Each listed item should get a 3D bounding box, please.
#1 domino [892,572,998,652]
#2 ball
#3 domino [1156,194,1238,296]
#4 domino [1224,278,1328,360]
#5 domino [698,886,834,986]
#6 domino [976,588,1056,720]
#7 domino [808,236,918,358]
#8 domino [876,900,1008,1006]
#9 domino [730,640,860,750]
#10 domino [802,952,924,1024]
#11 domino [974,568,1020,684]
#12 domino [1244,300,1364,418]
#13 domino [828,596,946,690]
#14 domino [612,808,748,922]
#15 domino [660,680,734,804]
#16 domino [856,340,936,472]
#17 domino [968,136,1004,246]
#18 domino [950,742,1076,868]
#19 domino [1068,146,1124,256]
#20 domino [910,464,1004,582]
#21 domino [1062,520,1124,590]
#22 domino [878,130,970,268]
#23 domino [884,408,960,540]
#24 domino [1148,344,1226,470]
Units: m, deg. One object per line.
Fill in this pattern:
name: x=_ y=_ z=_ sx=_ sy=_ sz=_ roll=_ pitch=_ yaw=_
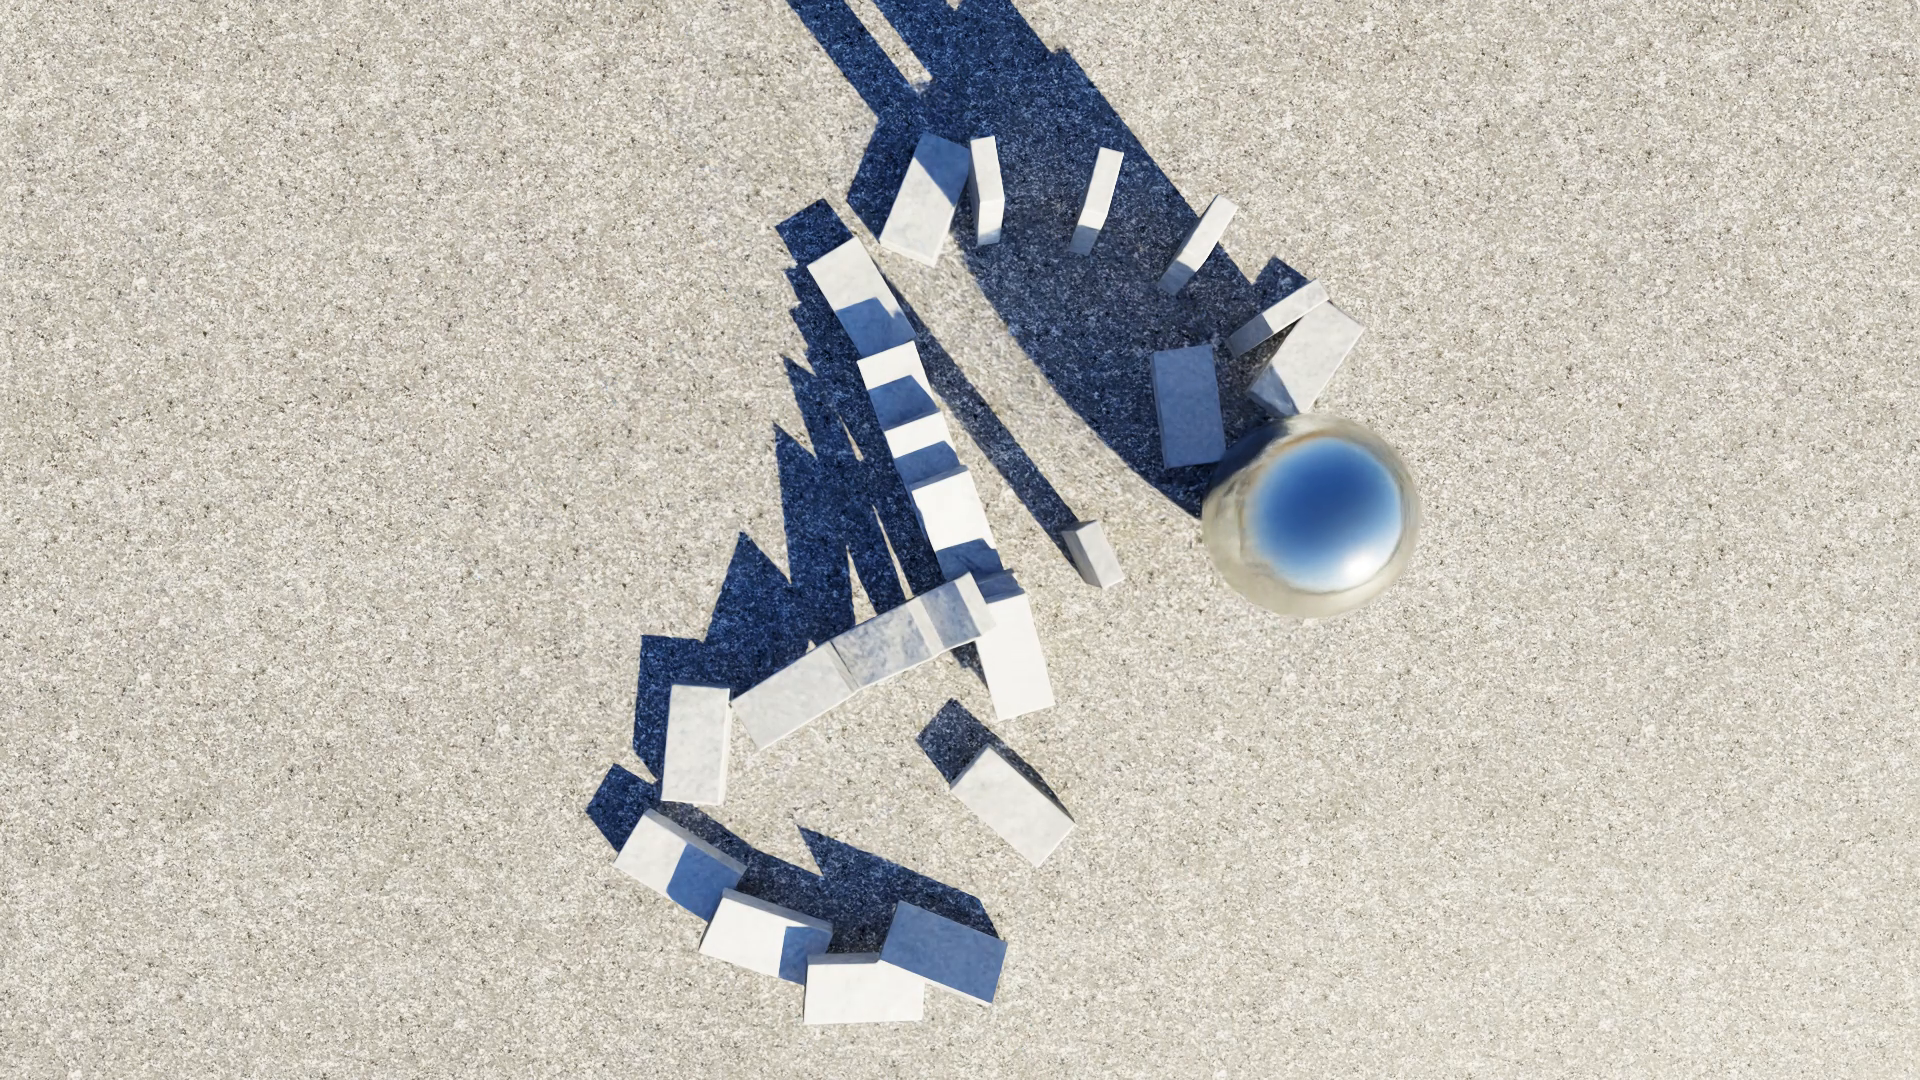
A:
domino: x=-0.009 y=0.033 z=0.379 sx=0.010 sy=0.050 sz=0.025 roll=-27 pitch=90 yaw=-44
ball: x=0.136 y=-0.009 z=0.360 sx=0.080 sy=0.080 sz=0.080 roll=0 pitch=90 yaw=0
domino: x=0.096 y=-0.119 z=0.375 sx=0.010 sy=0.050 sz=0.025 roll=32 pitch=90 yaw=0
domino: x=0.128 y=-0.090 z=0.375 sx=0.025 sy=0.050 sz=0.010 roll=-33 pitch=90 yaw=0
domino: x=-0.082 y=0.169 z=0.390 sx=0.050 sy=0.010 sz=0.025 roll=24 pitch=90 yaw=-12
domino: x=0.021 y=0.048 z=0.382 sx=0.025 sy=0.010 sz=0.050 roll=-16 pitch=101 yaw=-1
domino: x=-0.042 y=-0.102 z=0.395 sx=0.025 sy=0.010 sz=0.050 roll=-31 pitch=90 yaw=0
domino: x=-0.007 y=0.175 z=0.389 sx=0.050 sy=0.010 sz=0.025 roll=22 pitch=55 yaw=0
domino: x=-0.071 y=0.066 z=0.389 sx=0.050 sy=0.009 sz=0.025 roll=-32 pitch=90 yaw=14
domino: x=-0.041 y=0.190 z=0.390 sx=0.050 sy=0.010 sz=0.025 roll=4 pitch=91 yaw=-12
domino: x=0.018 y=0.040 z=0.390 sx=0.025 sy=0.010 sz=0.050 roll=-17 pitch=101 yaw=-1
domino: x=0.148 y=-0.077 z=0.395 sx=0.025 sy=0.010 sz=0.050 roll=35 pitch=90 yaw=0
domino: x=-0.033 y=0.045 z=0.383 sx=0.050 sy=0.010 sz=0.025 roll=-27 pitch=90 yaw=31
domino: x=-0.121 y=0.140 z=0.395 sx=0.050 sy=0.009 sz=0.025 roll=31 pitch=90 yaw=0
domino: x=-0.113 y=0.087 z=0.395 sx=0.025 sy=0.009 sz=0.050 roll=5 pitch=90 yaw=0
domino: x=-0.023 y=-0.057 z=0.390 sx=0.025 sy=0.010 sz=0.050 roll=-20 pitch=102 yaw=0
domino: x=0.010 y=-0.142 z=0.375 sx=0.009 sy=0.050 sz=0.025 roll=-9 pitch=90 yaw=0
domino: x=0.023 y=0.114 z=0.395 sx=0.050 sy=0.010 sz=0.025 roll=41 pitch=90 yaw=0
domino: x=0.055 y=-0.137 z=0.375 sx=0.009 sy=0.050 sz=0.025 roll=15 pitch=90 yaw=0
domino: x=-0.001 y=-0.004 z=0.386 sx=0.025 sy=0.010 sz=0.050 roll=-20 pitch=112 yaw=0
domino: x=0.054 y=0.005 z=0.375 sx=0.009 sy=0.050 sz=0.025 roll=-26 pitch=90 yaw=0
domino: x=-0.014 y=-0.147 z=0.395 sx=0.025 sy=0.009 sz=0.050 roll=22 pitch=90 yaw=0
domino: x=-0.012 y=-0.028 z=0.388 sx=0.025 sy=0.009 sz=0.050 roll=-20 pitch=109 yaw=0
domino: x=0.098 y=-0.057 z=0.395 sx=0.025 sy=0.010 sz=0.050 roll=-8 pitch=90 yaw=0
